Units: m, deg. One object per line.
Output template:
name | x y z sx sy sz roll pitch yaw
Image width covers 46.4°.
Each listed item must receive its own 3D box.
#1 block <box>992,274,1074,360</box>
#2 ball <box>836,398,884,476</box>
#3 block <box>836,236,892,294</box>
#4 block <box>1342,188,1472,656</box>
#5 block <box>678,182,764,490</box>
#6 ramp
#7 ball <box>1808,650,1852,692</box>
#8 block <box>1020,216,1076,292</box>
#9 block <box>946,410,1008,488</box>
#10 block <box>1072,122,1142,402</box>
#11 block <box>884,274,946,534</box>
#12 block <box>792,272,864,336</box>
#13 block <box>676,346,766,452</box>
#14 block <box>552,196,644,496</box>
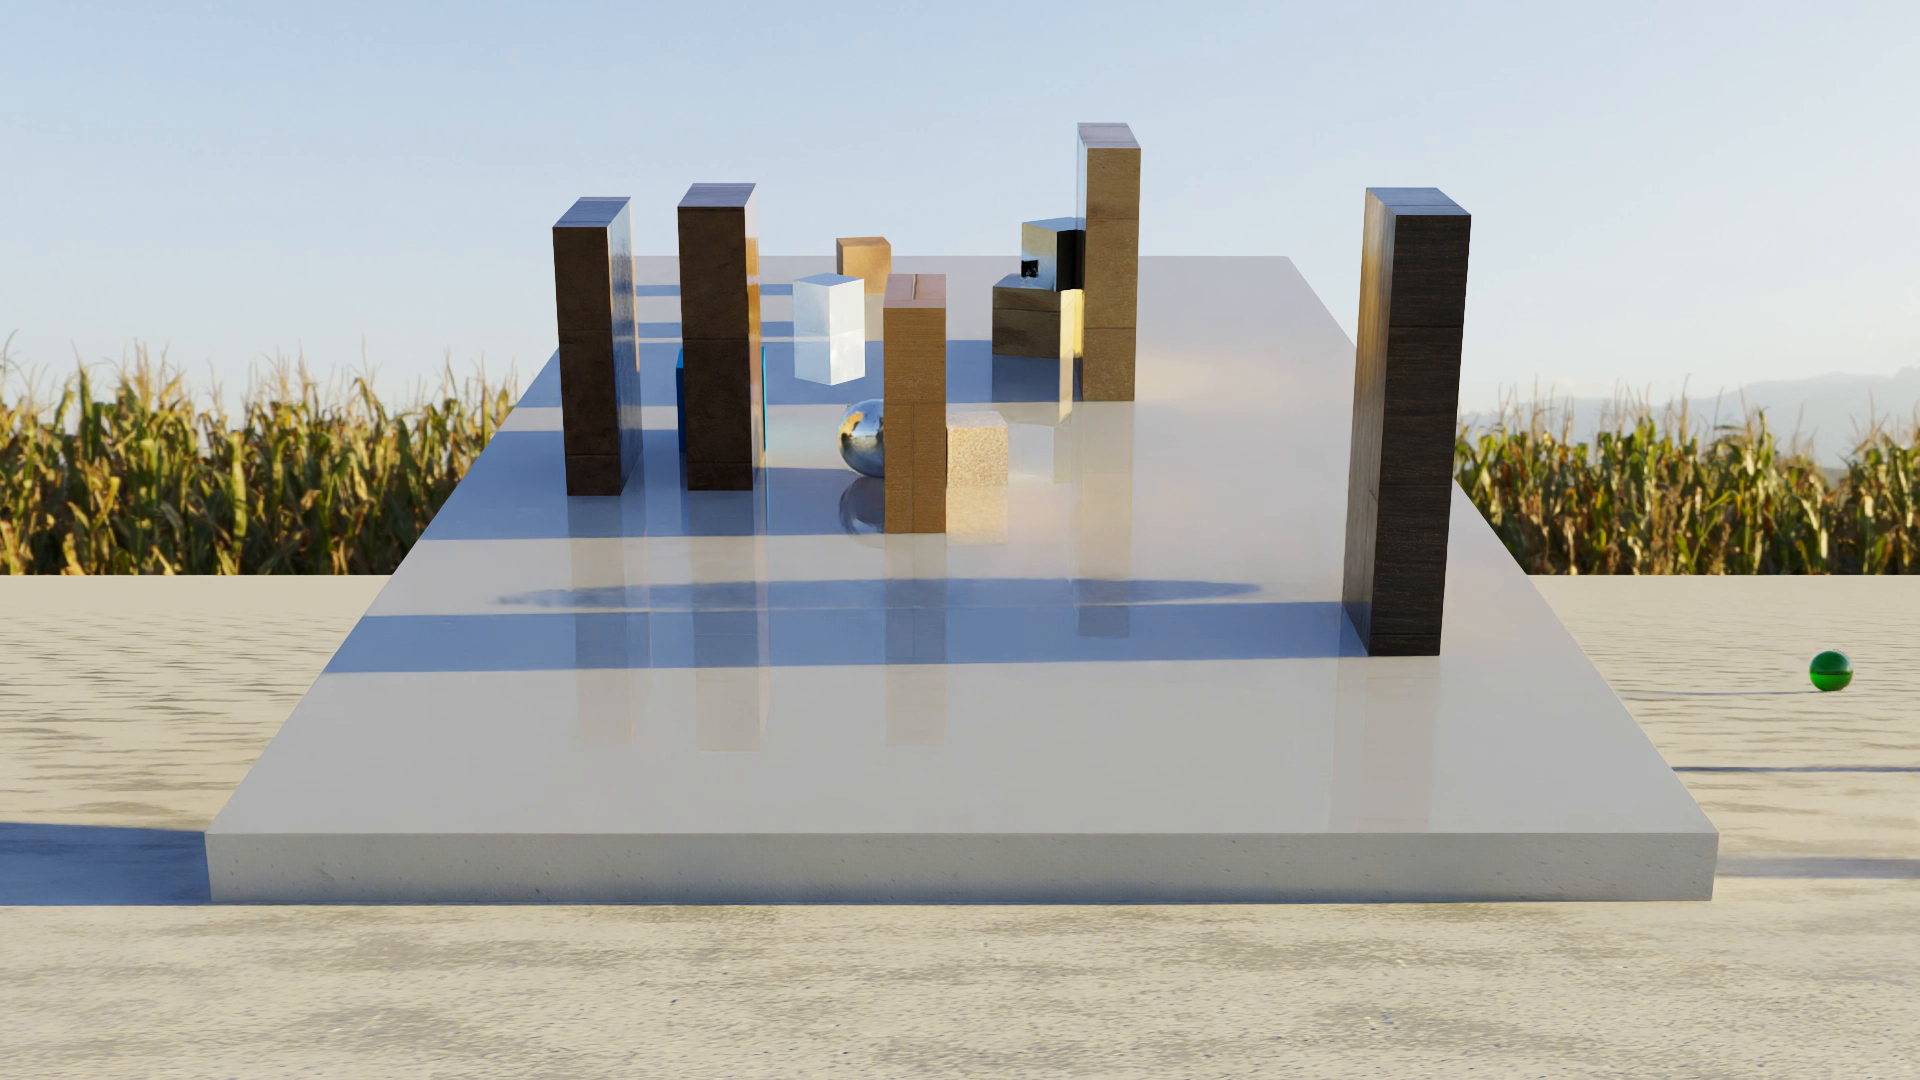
block | 0.185 -0.558 5.566 0.171 0.171 0.171 5 19 15
ball | -0.171 -0.206 4.514 0.156 0.156 0.156 0 -1 0
block | -0.270 -0.769 6.268 0.134 0.134 0.134 -3 18 -11
block | 0.709 -0.191 3.586 0.114 0.707 0.258 0 18 0
block | -0.475 -0.410 4.478 0.128 0.565 0.279 0 18 0
ramp | -0.004 -0.188 4.871 2.000 0.100 4.000 0 18 0
ball | 3.127 0.473 8.041 0.149 0.149 0.149 0 -1 0
block | 0.253 -0.703 5.498 0.147 0.147 0.147 -12 22 -32
block | 0.026 -0.183 4.499 0.122 0.122 0.122 -3 18 -9
block | 0.338 -0.655 5.216 0.118 0.574 0.424 0 18 0
block | -0.083 -0.264 4.256 0.113 0.428 0.312 0 18 0
block | -0.340 -0.610 5.790 0.129 0.129 0.129 15 23 38
block | -0.505 -0.300 4.759 0.181 0.181 0.181 -1 18 -4
block | -0.720 -0.394 4.481 0.104 0.531 0.347 0 18 0
